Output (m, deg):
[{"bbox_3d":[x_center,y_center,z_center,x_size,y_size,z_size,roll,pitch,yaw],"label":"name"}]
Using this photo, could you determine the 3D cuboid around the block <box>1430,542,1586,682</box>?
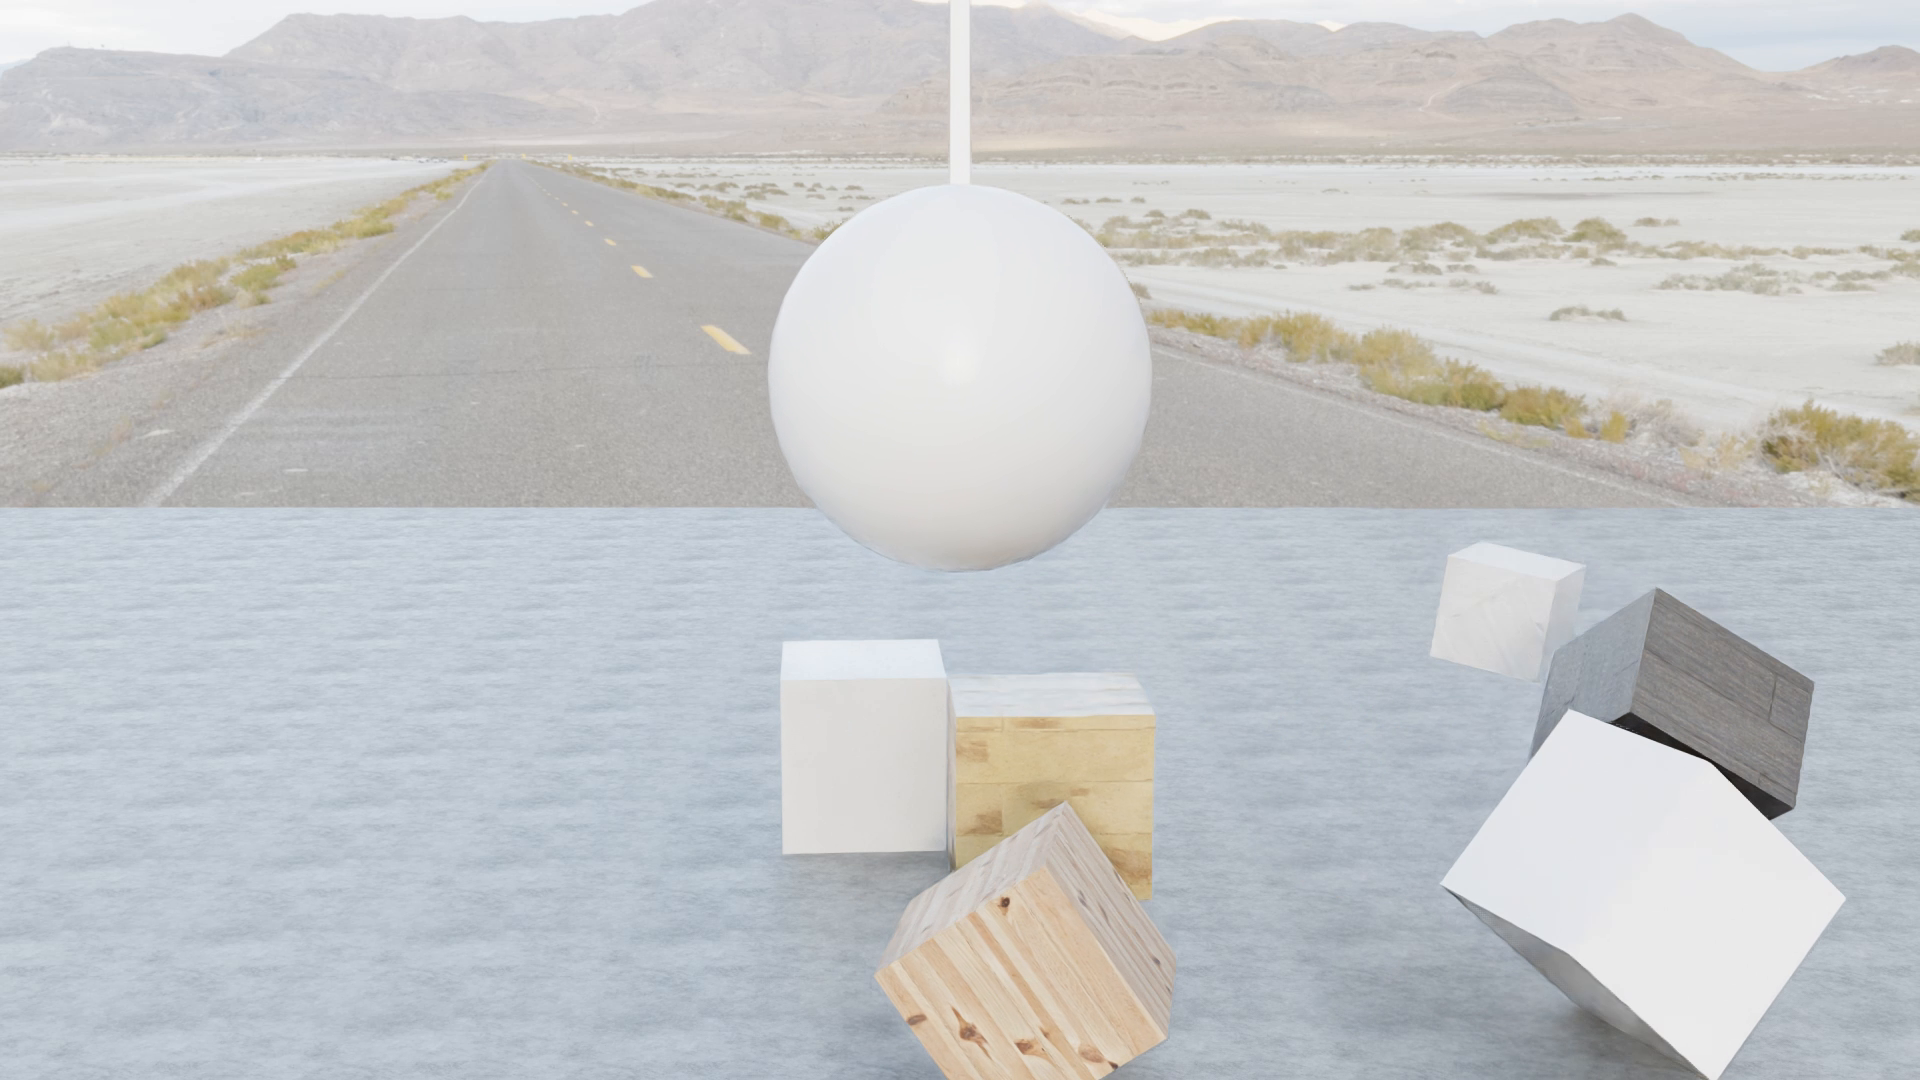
[{"bbox_3d":[2.682,0.344,10.752,0.531,0.504,0.548,15,14,28],"label":"block"}]

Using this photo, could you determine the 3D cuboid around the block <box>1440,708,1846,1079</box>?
[{"bbox_3d":[2.636,1.362,8.532,0.926,0.874,0.820,41,-7,-23],"label":"block"}]

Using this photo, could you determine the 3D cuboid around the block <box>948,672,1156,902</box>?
[{"bbox_3d":[0.418,1.174,10.526,0.916,0.905,0.741,-1,12,-3],"label":"block"}]

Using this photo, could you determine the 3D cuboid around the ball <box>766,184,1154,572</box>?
[{"bbox_3d":[0.000,-0.664,9.118,1.600,1.600,1.600,0,10,0],"label":"ball"}]

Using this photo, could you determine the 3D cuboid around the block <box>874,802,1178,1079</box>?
[{"bbox_3d":[0.261,1.564,8.074,0.743,0.741,0.780,-34,4,13],"label":"block"}]

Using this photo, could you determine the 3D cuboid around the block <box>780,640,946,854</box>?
[{"bbox_3d":[-0.501,1.046,11.324,0.816,0.891,0.852,-1,10,-4],"label":"block"}]

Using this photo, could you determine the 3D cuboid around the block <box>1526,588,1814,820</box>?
[{"bbox_3d":[2.955,0.780,9.166,0.807,0.636,0.693,30,-34,-8],"label":"block"}]

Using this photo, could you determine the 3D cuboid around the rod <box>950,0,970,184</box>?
[{"bbox_3d":[0.000,-4.029,9.606,0.080,5.200,0.080,0,-8,0],"label":"rod"}]
